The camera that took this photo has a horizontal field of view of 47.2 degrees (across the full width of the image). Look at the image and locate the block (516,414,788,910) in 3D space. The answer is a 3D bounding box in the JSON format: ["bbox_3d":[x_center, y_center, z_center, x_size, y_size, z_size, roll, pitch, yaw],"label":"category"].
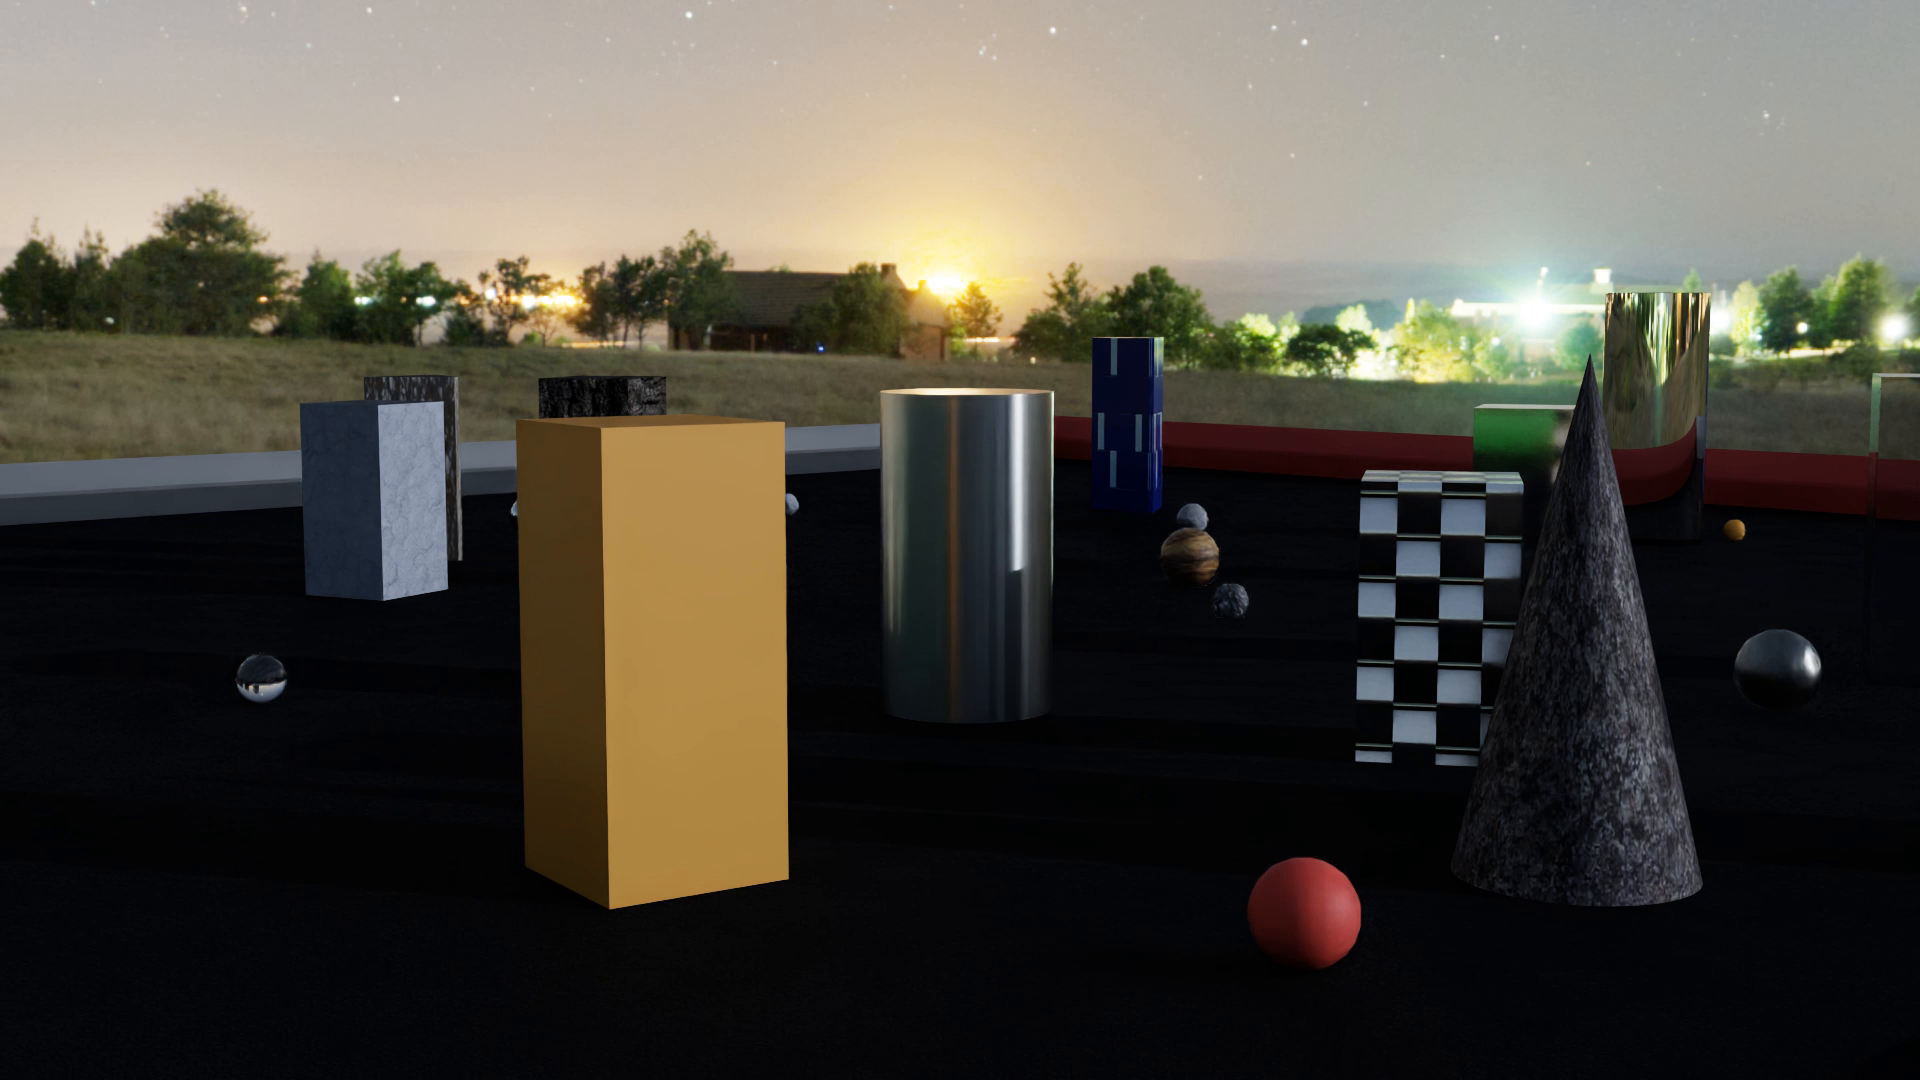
[{"bbox_3d":[-0.241,0.085,1.723,0.154,0.358,0.154,-4,7,-34],"label":"block"}]

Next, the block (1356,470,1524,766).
[{"bbox_3d":[0.482,0.074,2.215,0.154,0.277,0.154,1,6,12],"label":"block"}]

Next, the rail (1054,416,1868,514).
[{"bbox_3d":[1.757,-0.137,4.944,0.045,0.125,4.441,-6,8,-42],"label":"rail"}]

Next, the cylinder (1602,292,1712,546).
[{"bbox_3d":[1.328,-0.234,4.207,0.192,0.474,0.192,0,6,0],"label":"cylinder"}]

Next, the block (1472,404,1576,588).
[{"bbox_3d":[0.923,-0.075,3.590,0.154,0.286,0.154,2,6,19],"label":"block"}]

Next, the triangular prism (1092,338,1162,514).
[{"bbox_3d":[0.403,-0.259,4.887,0.166,0.381,0.144,5,8,42],"label":"triangular prism"}]

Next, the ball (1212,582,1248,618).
[{"bbox_3d":[0.391,0.087,3.170,0.052,0.052,0.052,0,6,0],"label":"ball"}]

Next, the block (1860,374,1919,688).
[{"bbox_3d":[1.177,-0.015,2.642,0.154,0.365,0.154,2,6,19],"label":"block"}]

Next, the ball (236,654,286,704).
[{"bbox_3d":[-0.790,0.157,2.488,0.055,0.055,0.055,0,6,0],"label":"ball"}]

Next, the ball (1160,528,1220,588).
[{"bbox_3d":[0.368,0.028,3.526,0.096,0.096,0.096,0,6,0],"label":"ball"}]

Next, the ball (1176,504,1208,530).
[{"bbox_3d":[0.458,-0.041,4.339,0.062,0.062,0.062,0,6,0],"label":"ball"}]

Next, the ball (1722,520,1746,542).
[{"bbox_3d":[1.486,-0.019,4.221,0.043,0.043,0.043,0,6,0],"label":"ball"}]

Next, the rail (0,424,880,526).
[{"bbox_3d":[-1.490,-0.136,4.938,4.828,0.125,0.045,-6,8,-42],"label":"rail"}]

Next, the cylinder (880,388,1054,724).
[{"bbox_3d":[0.007,0.012,2.445,0.192,0.354,0.192,0,6,0],"label":"cylinder"}]

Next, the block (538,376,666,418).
[{"bbox_3d":[-0.577,-0.097,3.576,0.154,0.334,0.154,2,6,15],"label":"block"}]

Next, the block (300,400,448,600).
[{"bbox_3d":[-0.918,-0.066,3.451,0.154,0.299,0.154,3,7,25],"label":"block"}]

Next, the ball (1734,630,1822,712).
[{"bbox_3d":[0.907,0.144,2.439,0.091,0.091,0.091,0,6,0],"label":"ball"}]

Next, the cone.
[{"bbox_3d":[0.486,0.059,1.718,0.192,0.411,0.192,0,6,0],"label":"cone"}]

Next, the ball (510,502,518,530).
[{"bbox_3d":[-0.861,-0.049,4.378,0.070,0.070,0.070,0,6,0],"label":"ball"}]

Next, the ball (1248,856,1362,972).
[{"bbox_3d":[0.232,0.252,1.483,0.076,0.076,0.076,0,6,0],"label":"ball"}]

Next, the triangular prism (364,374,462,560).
[{"bbox_3d":[-0.963,-0.133,3.958,0.166,0.325,0.144,0,6,4],"label":"triangular prism"}]

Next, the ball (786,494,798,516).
[{"bbox_3d":[-0.372,-0.075,4.727,0.050,0.050,0.050,0,6,0],"label":"ball"}]
